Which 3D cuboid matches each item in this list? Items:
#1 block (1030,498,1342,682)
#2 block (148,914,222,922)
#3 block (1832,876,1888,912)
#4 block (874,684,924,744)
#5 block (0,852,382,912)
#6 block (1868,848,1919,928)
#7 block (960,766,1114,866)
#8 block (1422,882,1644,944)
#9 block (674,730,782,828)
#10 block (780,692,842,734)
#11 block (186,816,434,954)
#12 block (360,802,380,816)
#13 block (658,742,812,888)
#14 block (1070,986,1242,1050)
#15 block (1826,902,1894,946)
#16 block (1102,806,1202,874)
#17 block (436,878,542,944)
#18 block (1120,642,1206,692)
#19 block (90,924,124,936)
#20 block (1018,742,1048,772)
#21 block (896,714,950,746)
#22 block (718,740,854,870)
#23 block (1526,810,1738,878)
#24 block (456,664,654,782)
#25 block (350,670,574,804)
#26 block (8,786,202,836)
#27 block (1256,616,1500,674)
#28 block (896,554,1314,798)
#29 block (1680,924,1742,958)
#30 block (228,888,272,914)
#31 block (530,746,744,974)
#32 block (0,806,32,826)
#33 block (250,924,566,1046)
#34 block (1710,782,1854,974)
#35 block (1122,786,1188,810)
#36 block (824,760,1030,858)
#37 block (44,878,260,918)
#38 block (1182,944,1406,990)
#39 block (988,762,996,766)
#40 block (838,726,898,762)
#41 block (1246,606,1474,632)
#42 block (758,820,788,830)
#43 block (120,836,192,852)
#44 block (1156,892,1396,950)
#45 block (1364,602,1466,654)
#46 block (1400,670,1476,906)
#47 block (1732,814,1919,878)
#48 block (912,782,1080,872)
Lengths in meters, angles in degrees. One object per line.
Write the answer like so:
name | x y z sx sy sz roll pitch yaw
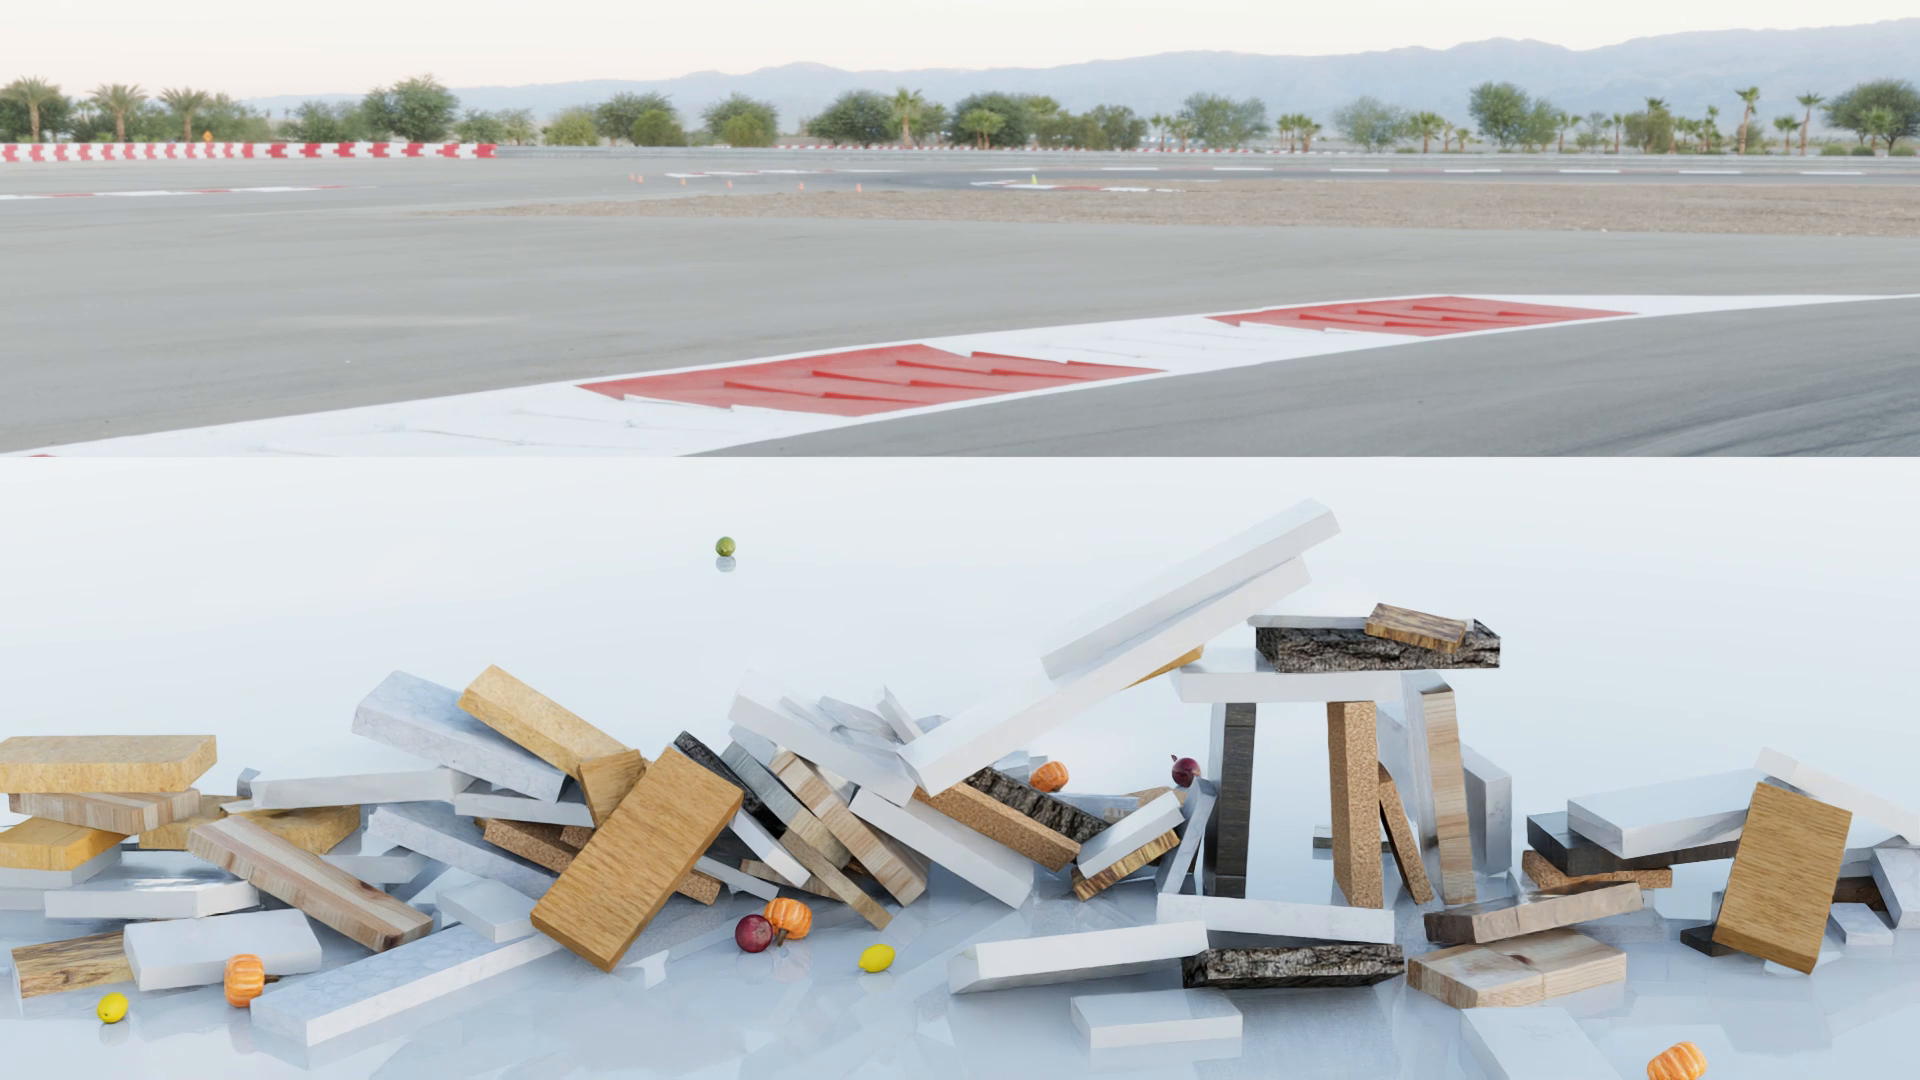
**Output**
block | 0.363 0.077 3.581 0.524 0.041 0.145 -27 10 0
block | -1.239 0.611 3.515 0.105 0.015 0.053 0 11 -2
block | 1.999 0.574 3.647 1.242 0.040 0.140 0 11 0
block | -0.092 0.315 3.703 0.021 0.146 0.073 -36 14 7
block | -1.467 0.567 3.666 0.974 0.046 0.162 0 11 1
block | 1.634 0.562 3.550 0.280 0.040 0.140 0 37 0
block | 0.110 0.461 3.725 0.352 0.085 0.024 26 11 -6
block | 0.890 0.578 3.421 0.297 0.042 0.149 -8 -6 -18
block | -0.391 0.406 3.715 0.203 0.029 0.102 38 -6 29
block | -0.243 0.284 3.601 0.098 0.014 0.049 32 11 15
block | -1.028 0.543 3.473 0.397 0.032 0.113 23 13 17
block | -1.029 0.468 3.908 0.260 0.037 0.130 27 -10 -40
block | -0.371 0.445 3.588 0.356 0.029 0.102 35 -8 47
block | 0.278 0.676 3.119 0.220 0.031 0.110 -2 11 -11
block | 1.426 0.611 3.500 0.071 0.020 0.141 1 11 5
block | 0.324 0.514 3.763 0.170 0.085 0.024 10 27 3
block | -0.730 0.579 3.447 0.101 0.029 0.203 -8 13 -38
block | 0.292 0.203 3.618 0.227 0.032 0.113 -24 11 17
block | -1.315 0.622 3.461 0.092 0.013 0.046 3 11 14
block | 0.059 0.441 4.393 0.209 0.030 0.104 -4 11 -20
block | -0.337 0.405 4.068 0.648 0.031 0.110 -12 -12 9
block | -0.293 0.444 3.708 0.142 0.040 0.284 45 -7 -34
block | 1.145 0.489 3.661 0.350 0.050 0.175 -6 11 -6
block | -0.622 0.343 3.605 0.406 0.037 0.130 32 15 -2
block | -0.802 0.323 3.626 0.353 0.050 0.176 20 16 0
block | -1.426 0.434 3.665 0.291 0.040 0.142 5 12 27
block | 0.680 0.167 3.601 0.360 0.051 0.180 -1 11 -4
block | 0.231 0.204 3.543 0.704 0.049 0.173 -29 10 -9
block | 1.208 0.622 3.443 0.141 0.020 0.071 -5 11 -23
block | -1.141 0.578 3.549 0.046 0.013 0.092 10 46 11
block | -0.498 0.492 3.420 0.145 0.041 0.356 29 55 13
block | -1.739 0.508 3.880 0.515 0.035 0.124 -5 11 2
block | -0.807 0.643 3.282 0.130 0.037 0.494 8 13 37
block | 1.277 0.520 3.413 0.148 0.042 0.297 18 50 18
block | 0.298 0.504 4.052 0.295 0.030 0.104 -7 13 -34
block | -0.060 0.484 3.909 0.422 0.119 0.034 -7 14 -33
block | -1.268 0.563 3.454 0.291 0.041 0.145 -3 -2 20
block | 0.481 0.621 3.192 0.290 0.041 0.145 0 -18 -9
block | -0.060 0.452 4.129 0.239 0.034 0.119 2 51 10
block | -0.148 0.334 3.608 0.098 0.014 0.049 20 14 -37
block | 0.655 0.128 3.615 0.363 0.021 0.073 1 11 7
block | -0.297 0.469 3.914 0.130 0.037 0.259 33 26 29
block | -1.342 0.527 3.881 0.325 0.046 0.162 -1 11 -7
block | 0.479 0.588 3.318 0.347 0.049 0.173 2 -21 13
block | 0.730 0.141 3.521 0.146 0.021 0.073 13 30 21
block | 0.796 0.406 3.665 0.051 0.360 0.180 -8 10 1
block | 1.485 0.516 3.717 0.350 0.050 0.175 -2 11 -9
block | 0.056 0.466 3.667 0.299 0.073 0.021 29 46 -13
